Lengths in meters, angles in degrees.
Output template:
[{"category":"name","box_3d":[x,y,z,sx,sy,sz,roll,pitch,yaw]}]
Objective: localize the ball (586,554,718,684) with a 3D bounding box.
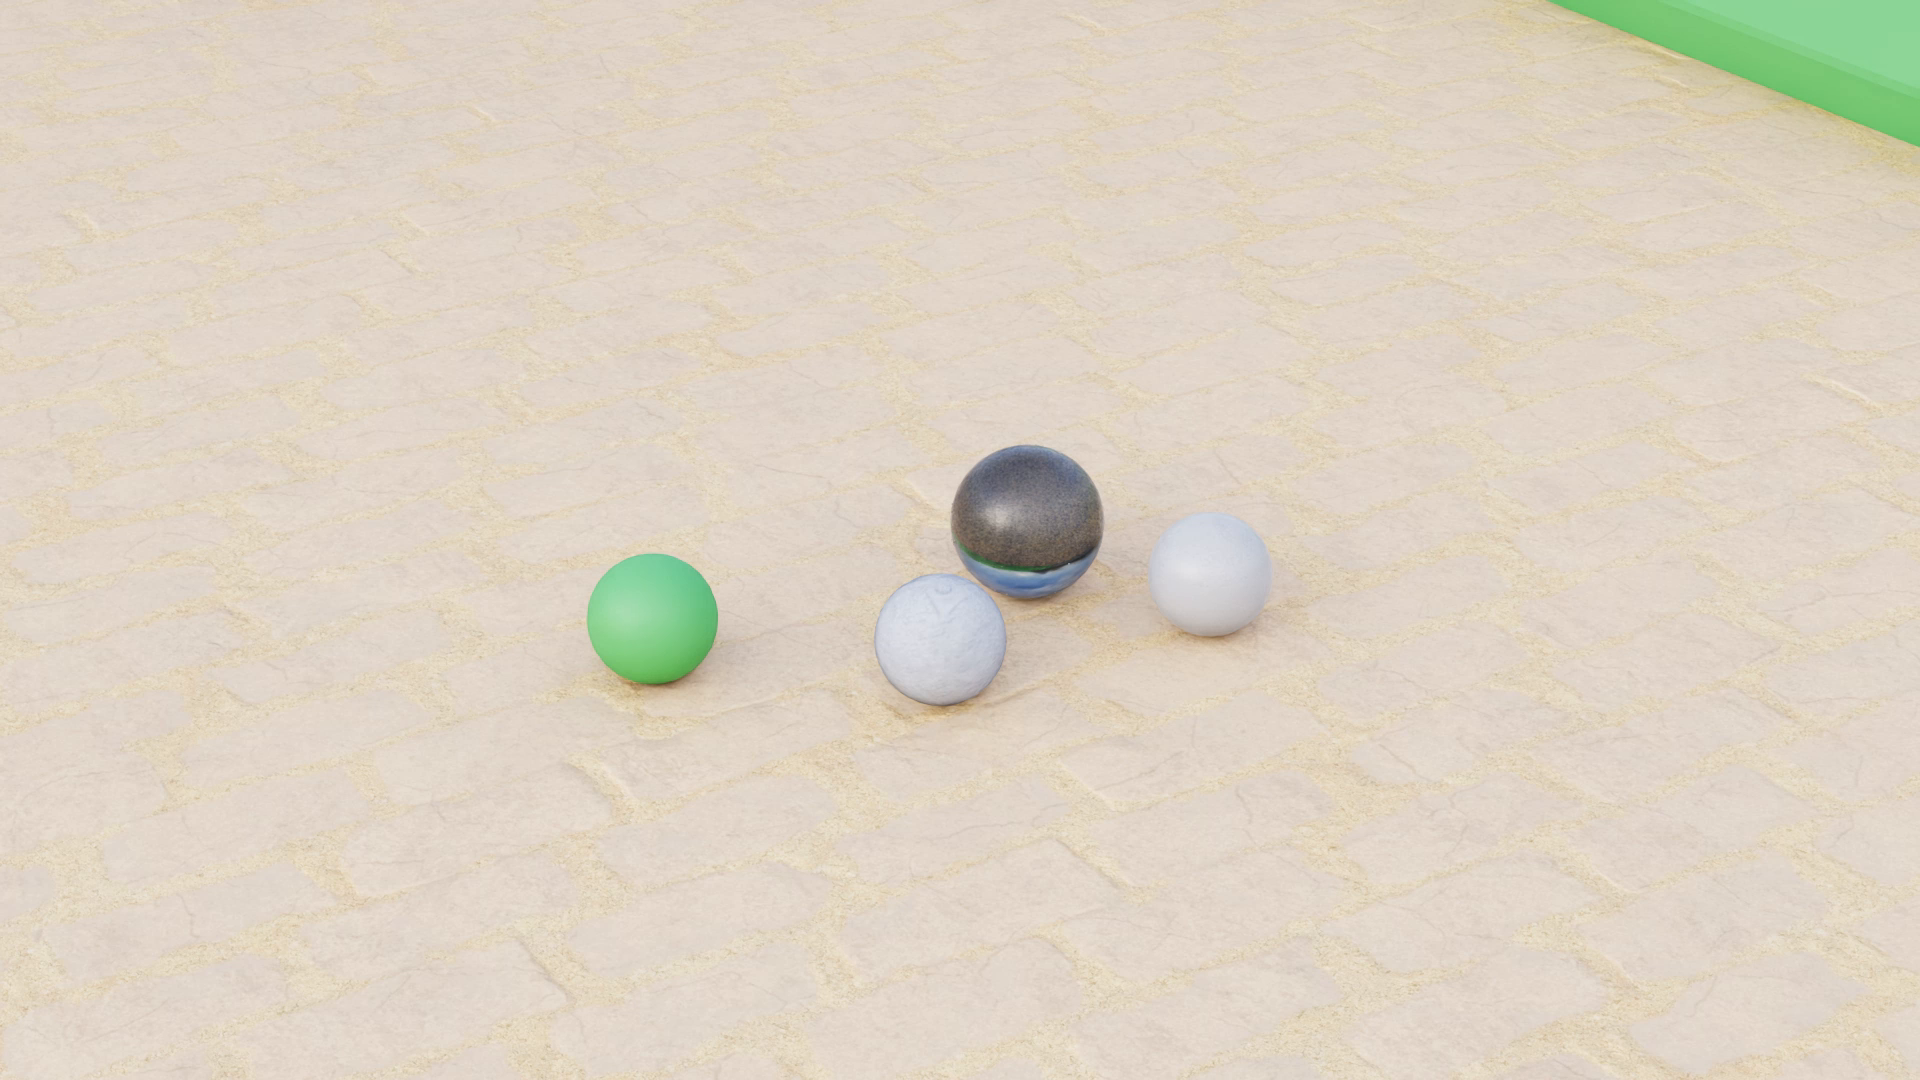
[{"category":"ball","box_3d":[-0.186,0.048,1.781,0.079,0.079,0.079,0,28,0]}]

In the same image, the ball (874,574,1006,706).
[{"category":"ball","box_3d":[-0.012,0.060,1.759,0.080,0.080,0.080,0,28,0]}]

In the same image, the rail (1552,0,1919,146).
[{"category":"rail","box_3d":[0.380,-0.745,3.203,0.045,0.128,4.417,-16,32,-28]}]

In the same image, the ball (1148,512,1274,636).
[{"category":"ball","box_3d":[0.156,0.021,1.832,0.078,0.078,0.078,0,28,0]}]

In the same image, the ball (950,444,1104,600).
[{"category":"ball","box_3d":[0.043,-0.012,1.871,0.099,0.099,0.099,0,28,0]}]
